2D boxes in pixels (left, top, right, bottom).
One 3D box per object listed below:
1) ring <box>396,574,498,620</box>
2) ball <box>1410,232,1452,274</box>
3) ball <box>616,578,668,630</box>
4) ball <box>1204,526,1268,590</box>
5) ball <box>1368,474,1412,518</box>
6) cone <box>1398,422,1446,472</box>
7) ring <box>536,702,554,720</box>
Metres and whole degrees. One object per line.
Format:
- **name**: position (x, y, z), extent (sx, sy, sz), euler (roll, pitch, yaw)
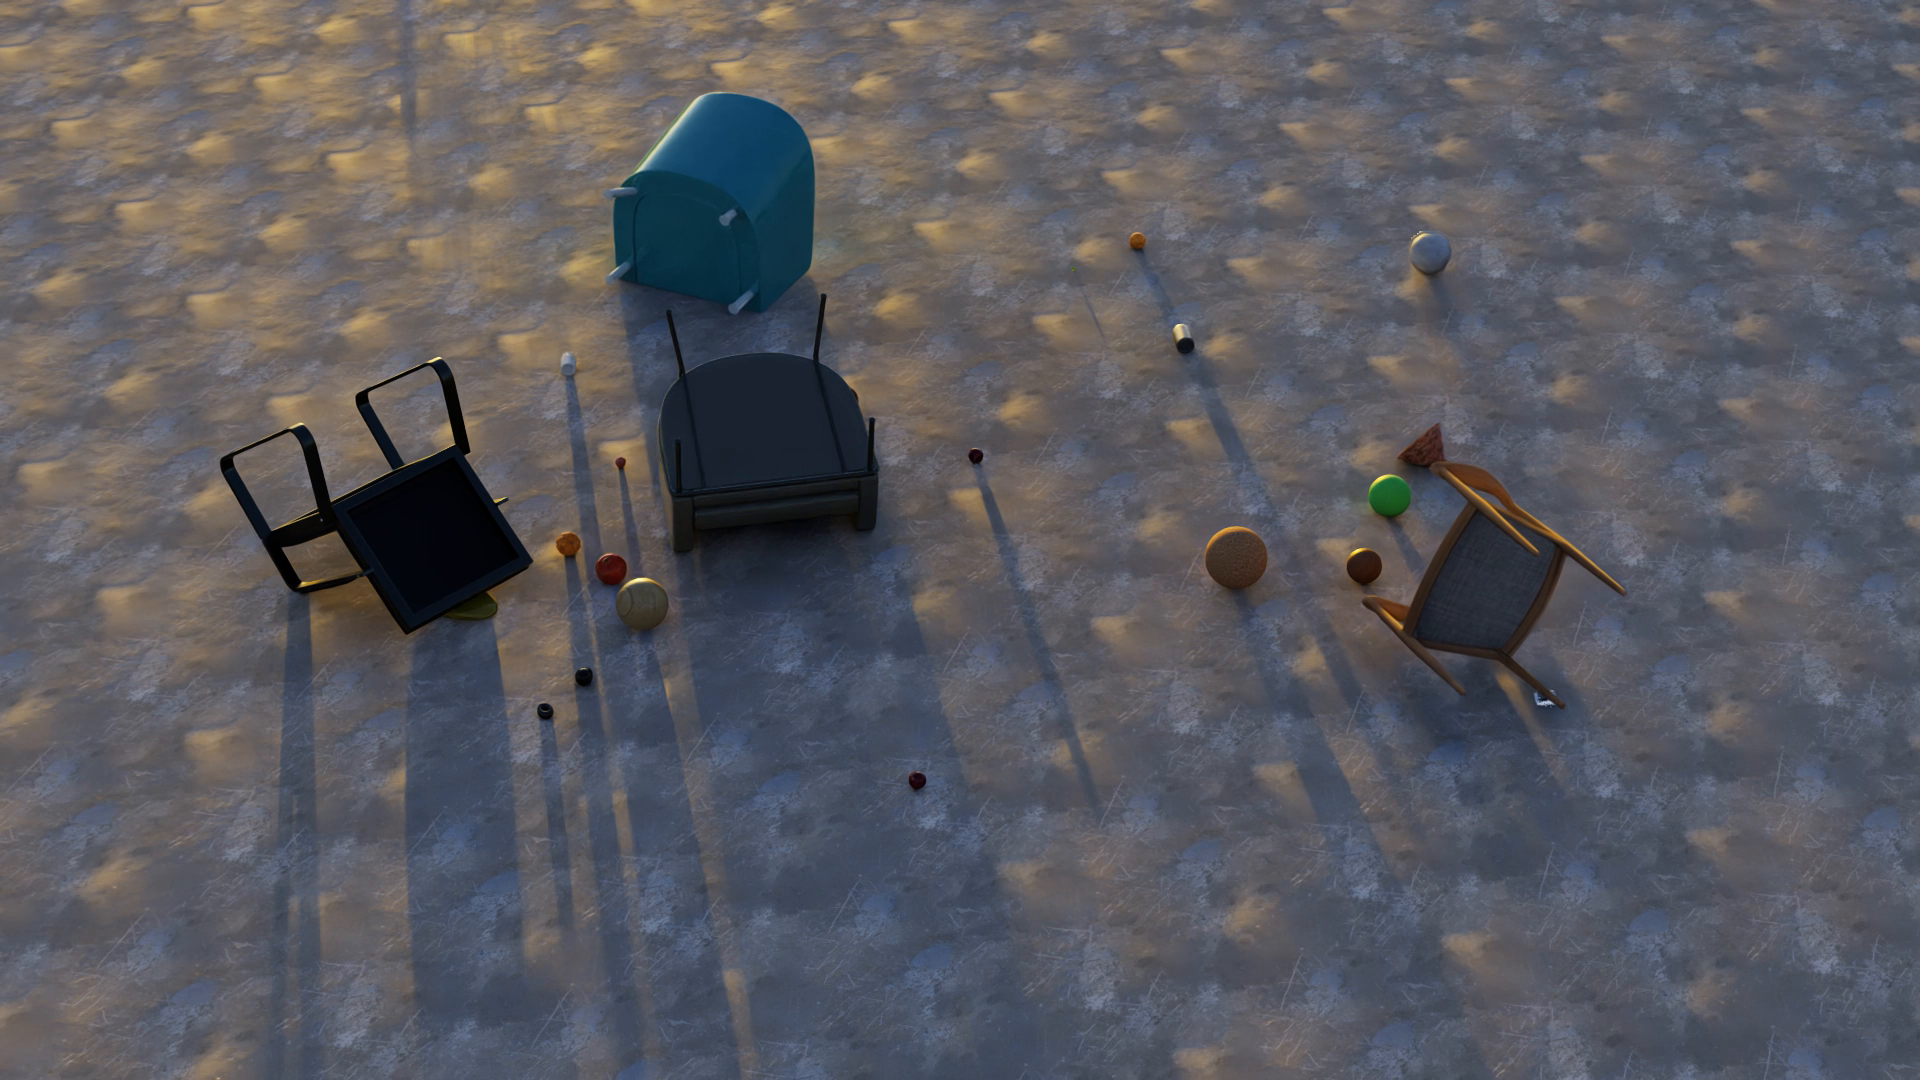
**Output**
- **ring**: position (-1.850, 0.205, 10.577), extent (0.412, 0.053, 0.193), euler (16, 40, 18)
- **ball**: position (2.030, -1.238, 12.661), extent (0.179, 0.179, 0.179), euler (0, 33, 0)
- **ball**: position (-1.130, 0.229, 10.427), extent (0.188, 0.188, 0.188), euler (0, 33, 0)
- **ball**: position (1.002, 0.064, 10.640), extent (0.228, 0.228, 0.228), euler (0, 33, 0)
- **ball**: position (1.620, -0.166, 11.052), extent (0.160, 0.160, 0.160), euler (0, 33, 0)
- **cone**: position (1.829, -0.324, 11.353), extent (0.164, 0.211, 0.255), euler (49, 20, 7)
- **ring**: position (-1.419, 0.585, 10.031), extent (0.055, 0.029, 0.074), euler (-9, 36, -16)
